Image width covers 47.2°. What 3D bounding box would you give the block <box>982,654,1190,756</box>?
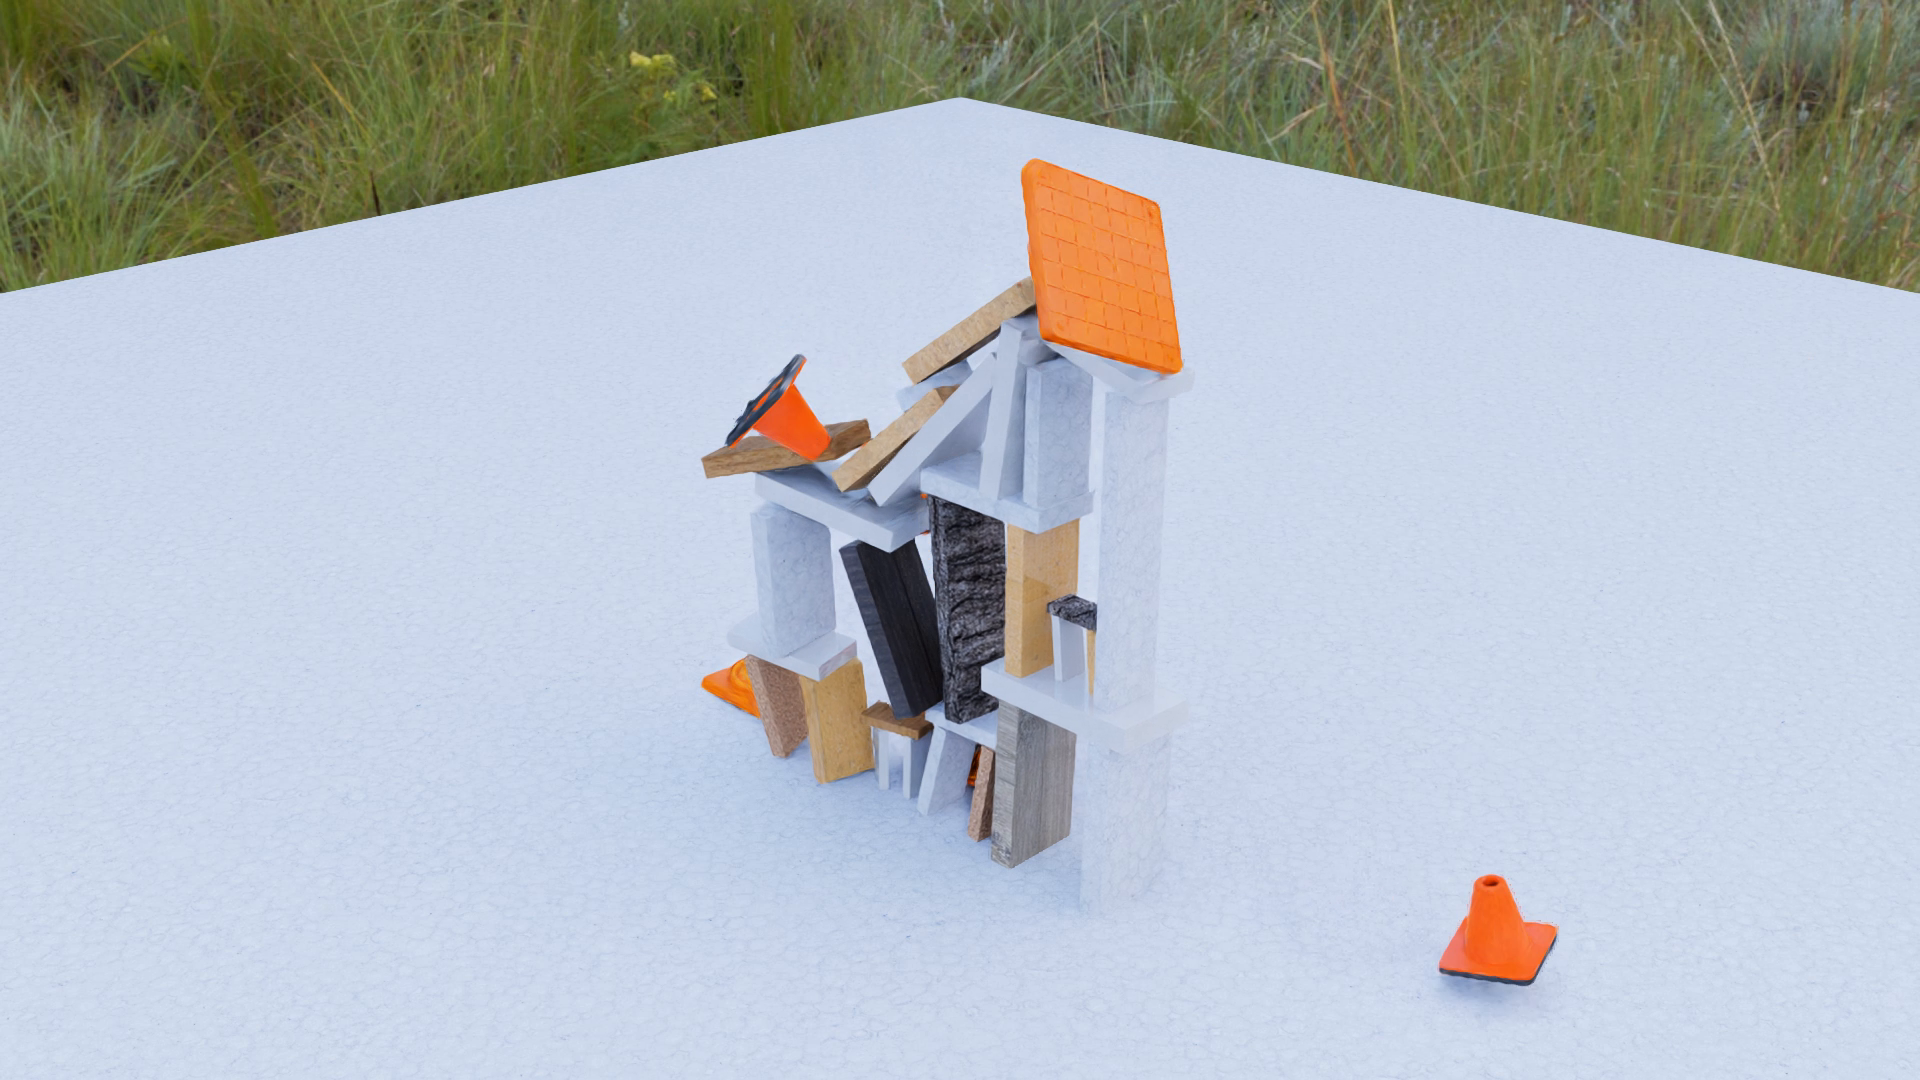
[{"bbox_3d":[0.230,0.287,4.097,0.179,0.051,0.358,-21,31,-40],"label":"block"}]

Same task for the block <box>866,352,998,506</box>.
[{"bbox_3d":[0.006,-0.217,4.135,0.168,0.435,0.048,-17,69,-46],"label":"block"}]

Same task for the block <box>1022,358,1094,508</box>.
[{"bbox_3d":[0.177,-0.197,3.961,0.129,0.257,0.036,-18,30,-36],"label":"block"}]

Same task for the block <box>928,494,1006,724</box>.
[{"bbox_3d":[0.026,0.116,4.250,0.151,0.460,0.043,-18,22,-37],"label":"block"}]

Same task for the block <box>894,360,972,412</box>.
[{"bbox_3d":[-0.027,-0.252,4.318,0.152,0.043,0.304,-25,-18,0],"label":"block"}]

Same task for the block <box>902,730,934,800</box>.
[{"bbox_3d":[-0.083,0.454,4.508,0.071,0.142,0.020,-21,33,-41],"label":"block"}]

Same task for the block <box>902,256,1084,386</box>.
[{"bbox_3d":[0.056,-0.399,4.021,0.337,0.048,0.168,-30,1,44],"label":"block"}]

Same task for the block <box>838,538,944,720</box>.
[{"bbox_3d":[-0.114,0.156,4.323,0.046,0.358,0.163,-10,12,41],"label":"block"}]

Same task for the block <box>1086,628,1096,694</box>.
[{"bbox_3d":[0.263,0.215,4.035,0.064,0.128,0.018,-20,25,-40],"label":"block"}]

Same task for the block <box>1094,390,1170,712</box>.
[{"bbox_3d":[0.304,0.012,3.909,0.036,0.602,0.129,21,30,40],"label":"block"}]

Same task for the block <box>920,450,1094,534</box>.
[{"bbox_3d":[0.086,-0.092,4.097,0.301,0.043,0.151,21,31,40],"label":"block"}]

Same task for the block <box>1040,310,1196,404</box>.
[{"bbox_3d":[0.274,-0.320,3.830,0.129,0.036,0.257,-17,39,-37],"label":"block"}]

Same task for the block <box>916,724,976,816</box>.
[{"bbox_3d":[-0.021,0.446,4.428,0.031,0.220,0.110,35,39,31],"label":"block"}]

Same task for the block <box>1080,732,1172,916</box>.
[{"bbox_3d":[0.310,0.507,4.104,0.179,0.358,0.051,-21,33,-41],"label":"block"}]

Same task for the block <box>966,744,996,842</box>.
[{"bbox_3d":[0.078,0.482,4.340,0.110,0.220,0.031,-21,42,-41],"label":"block"}]

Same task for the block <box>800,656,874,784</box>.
[{"bbox_3d":[-0.252,0.373,4.550,0.124,0.248,0.035,-16,25,-21],"label":"block"}]

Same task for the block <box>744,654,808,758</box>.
[{"bbox_3d":[-0.378,0.324,4.654,0.035,0.248,0.124,6,34,33],"label":"block"}]

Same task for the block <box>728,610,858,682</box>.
[{"bbox_3d":[-0.347,0.212,4.551,0.247,0.035,0.124,19,36,32],"label":"block"}]

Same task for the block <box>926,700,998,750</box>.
[{"bbox_3d":[0.049,0.355,4.318,0.220,0.031,0.110,19,30,39],"label":"block"}]

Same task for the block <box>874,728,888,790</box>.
[{"bbox_3d":[-0.163,0.438,4.545,0.020,0.142,0.071,-4,24,-9],"label":"block"}]

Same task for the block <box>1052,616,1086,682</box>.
[{"bbox_3d":[0.202,0.192,4.090,0.064,0.128,0.018,-21,25,-41],"label":"block"}]

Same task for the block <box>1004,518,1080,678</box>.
[{"bbox_3d":[0.153,0.094,4.101,0.151,0.302,0.043,-21,31,-41],"label":"block"}]

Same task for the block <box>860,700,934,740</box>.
[{"bbox_3d":[-0.126,0.369,4.500,0.142,0.020,0.071,13,26,29],"label":"block"}]

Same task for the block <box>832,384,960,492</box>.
[{"bbox_3d":[-0.094,-0.196,4.217,0.304,0.043,0.152,-37,-15,33],"label":"block"}]

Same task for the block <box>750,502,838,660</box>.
[{"bbox_3d":[-0.334,0.064,4.446,0.046,0.326,0.163,25,39,39],"label":"block"}]

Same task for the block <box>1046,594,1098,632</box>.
[{"bbox_3d":[0.228,0.134,4.038,0.064,0.018,0.128,-21,31,-41],"label":"block"}]

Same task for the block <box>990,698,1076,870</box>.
[{"bbox_3d":[0.145,0.443,4.256,0.051,0.358,0.179,23,32,37],"label":"block"}]

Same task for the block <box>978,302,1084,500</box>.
[{"bbox_3d":[0.128,-0.250,3.979,0.048,0.337,0.168,30,36,35],"label":"block"}]

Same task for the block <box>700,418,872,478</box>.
[{"bbox_3d":[-0.343,-0.181,4.350,0.304,0.043,0.152,-7,14,29],"label":"block"}]

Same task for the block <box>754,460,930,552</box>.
[{"bbox_3d":[-0.225,-0.081,4.327,0.326,0.046,0.163,23,31,24],"label":"block"}]
